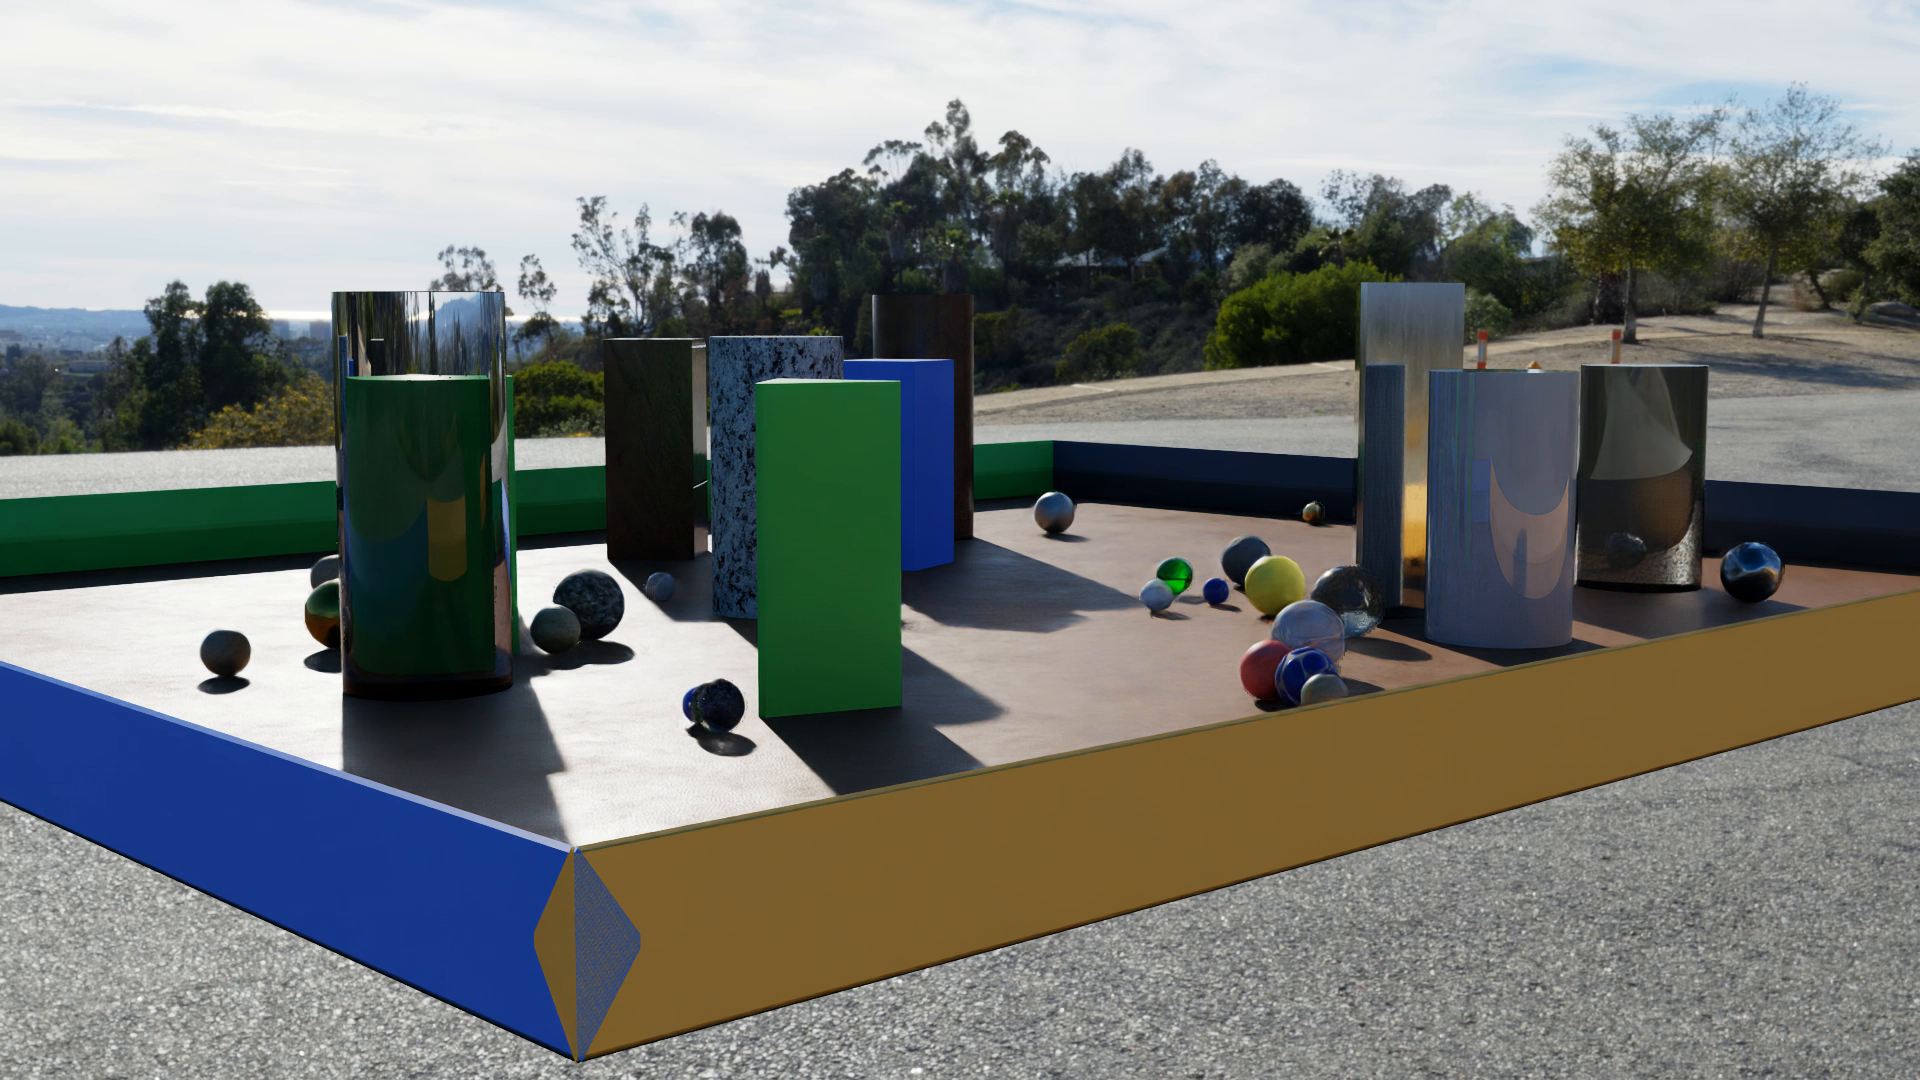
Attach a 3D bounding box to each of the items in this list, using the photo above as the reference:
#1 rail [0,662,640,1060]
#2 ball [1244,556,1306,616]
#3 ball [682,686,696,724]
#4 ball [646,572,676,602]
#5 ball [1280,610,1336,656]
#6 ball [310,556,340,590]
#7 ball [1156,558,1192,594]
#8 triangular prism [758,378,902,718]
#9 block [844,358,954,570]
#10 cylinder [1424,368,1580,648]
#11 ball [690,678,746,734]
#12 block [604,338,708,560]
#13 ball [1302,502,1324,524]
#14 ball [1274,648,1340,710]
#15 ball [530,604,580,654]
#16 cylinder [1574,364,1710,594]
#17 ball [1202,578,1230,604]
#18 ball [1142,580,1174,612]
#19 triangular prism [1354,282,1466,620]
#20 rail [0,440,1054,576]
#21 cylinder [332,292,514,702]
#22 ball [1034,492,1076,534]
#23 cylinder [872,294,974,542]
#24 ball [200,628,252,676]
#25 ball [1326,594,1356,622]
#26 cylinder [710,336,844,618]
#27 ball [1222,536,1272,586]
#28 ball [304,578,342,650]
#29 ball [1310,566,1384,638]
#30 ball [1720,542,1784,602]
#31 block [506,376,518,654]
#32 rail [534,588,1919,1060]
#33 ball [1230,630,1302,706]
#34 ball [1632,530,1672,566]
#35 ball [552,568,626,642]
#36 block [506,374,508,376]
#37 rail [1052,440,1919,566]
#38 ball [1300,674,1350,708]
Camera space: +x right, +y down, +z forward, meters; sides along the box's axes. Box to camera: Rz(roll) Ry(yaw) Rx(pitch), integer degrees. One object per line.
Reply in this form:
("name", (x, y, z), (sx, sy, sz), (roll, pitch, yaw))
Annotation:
("rail", (-1.124, 0.141, 2.300), (0.045, 0.128, 2.698), (-5, 8, -42))
("ball", (0.460, 0.066, 3.214), (0.089, 0.089, 0.089), (0, 6, 0))
("ball", (-0.278, 0.178, 2.367), (0.043, 0.043, 0.043), (0, 6, 0))
("ball", (-0.459, 0.072, 3.369), (0.046, 0.046, 0.046), (0, 6, 0))
("ball", (0.425, 0.120, 2.690), (0.069, 0.069, 0.069), (0, 6, 0))
("ball", (-0.953, 0.060, 3.355), (0.073, 0.073, 0.073), (0, 6, 0))
("ball", (0.337, 0.056, 3.460), (0.058, 0.058, 0.058), (0, 6, 0))
("triangular prism", (-0.175, 0.002, 2.499), (0.171, 0.366, 0.148), (-3, 7, -27))
("block", (-0.115, -0.136, 3.855), (0.158, 0.358, 0.158), (3, 7, 24))
("cylinder", (0.734, -0.048, 2.985), (0.197, 0.363, 0.197), (0, 6, 0))
("ball", (-0.256, 0.175, 2.319), (0.059, 0.059, 0.059), (0, 6, 0))
("block", (-0.551, -0.169, 4.000), (0.158, 0.393, 0.158), (0, 6, 2))
("ball", (0.739, -0.056, 4.609), (0.043, 0.043, 0.043), (0, 6, 0))
("ball", (0.386, 0.155, 2.448), (0.072, 0.072, 0.072), (0, 6, 0))
("ball", (-0.526, 0.116, 2.860), (0.064, 0.064, 0.064), (0, 6, 0))
("cylinder", (1.100, -0.104, 3.553), (0.197, 0.357, 0.197), (0, 6, 0))
("ball", (0.389, 0.077, 3.341), (0.041, 0.041, 0.041), (0, 6, 0))
("ball", (0.293, 0.082, 3.262), (0.048, 0.048, 0.048), (0, 6, 0))
("triangular prism", (0.624, -0.135, 3.239), (0.171, 0.484, 0.148), (-2, 6, -22))
("rail", (-0.899, -0.068, 4.301), (3.107, 0.128, 0.045), (-5, 8, -42))
("cylinder", (-0.631, -0.057, 2.585), (0.197, 0.466, 0.197), (0, 6, 0))
("ball", (0.189, -0.055, 4.400), (0.084, 0.084, 0.084), (0, 6, 0))
("cylinder", (-0.072, -0.241, 4.308), (0.197, 0.474, 0.197), (0, 6, 0))
("ball", (-0.895, 0.137, 2.681), (0.060, 0.060, 0.060), (0, 6, 0))
("ball", (0.547, 0.097, 3.156), (0.040, 0.040, 0.040), (0, 6, 0))
("cylinder", (-0.270, -0.098, 3.258), (0.197, 0.406, 0.197), (0, 6, 0))
("ball", (0.465, 0.034, 3.560), (0.082, 0.082, 0.082), (0, 6, 0))
("ball", (-0.816, 0.098, 2.897), (0.093, 0.093, 0.093), (0, 6, 0))
("ball", (0.528, 0.084, 2.999), (0.099, 0.099, 0.099), (0, 6, 0))
("ball", (1.209, 0.050, 3.360), (0.092, 0.092, 0.092), (0, 6, 0))
("block", (-0.686, -0.031, 2.839), (0.158, 0.360, 0.158), (6, 8, 43))
("rail", (0.899, 0.135, 2.363), (3.107, 0.128, 0.045), (-5, 8, -42))
("ball", (0.355, 0.149, 2.516), (0.092, 0.092, 0.092), (0, 6, 0))
("ball", (1.205, 0.014, 3.832), (0.065, 0.065, 0.065), (0, 6, 0))
("ball", (-0.502, 0.087, 2.970), (0.098, 0.098, 0.098), (0, 6, 0))
("block", (-0.802, -0.081, 3.384), (0.158, 0.347, 0.158), (-6, 8, -44))
("rail", (1.124, -0.074, 4.364), (0.045, 0.128, 2.698), (-5, 8, -42))
("ball", (0.395, 0.171, 2.385), (0.053, 0.053, 0.053), (0, 6, 0))
